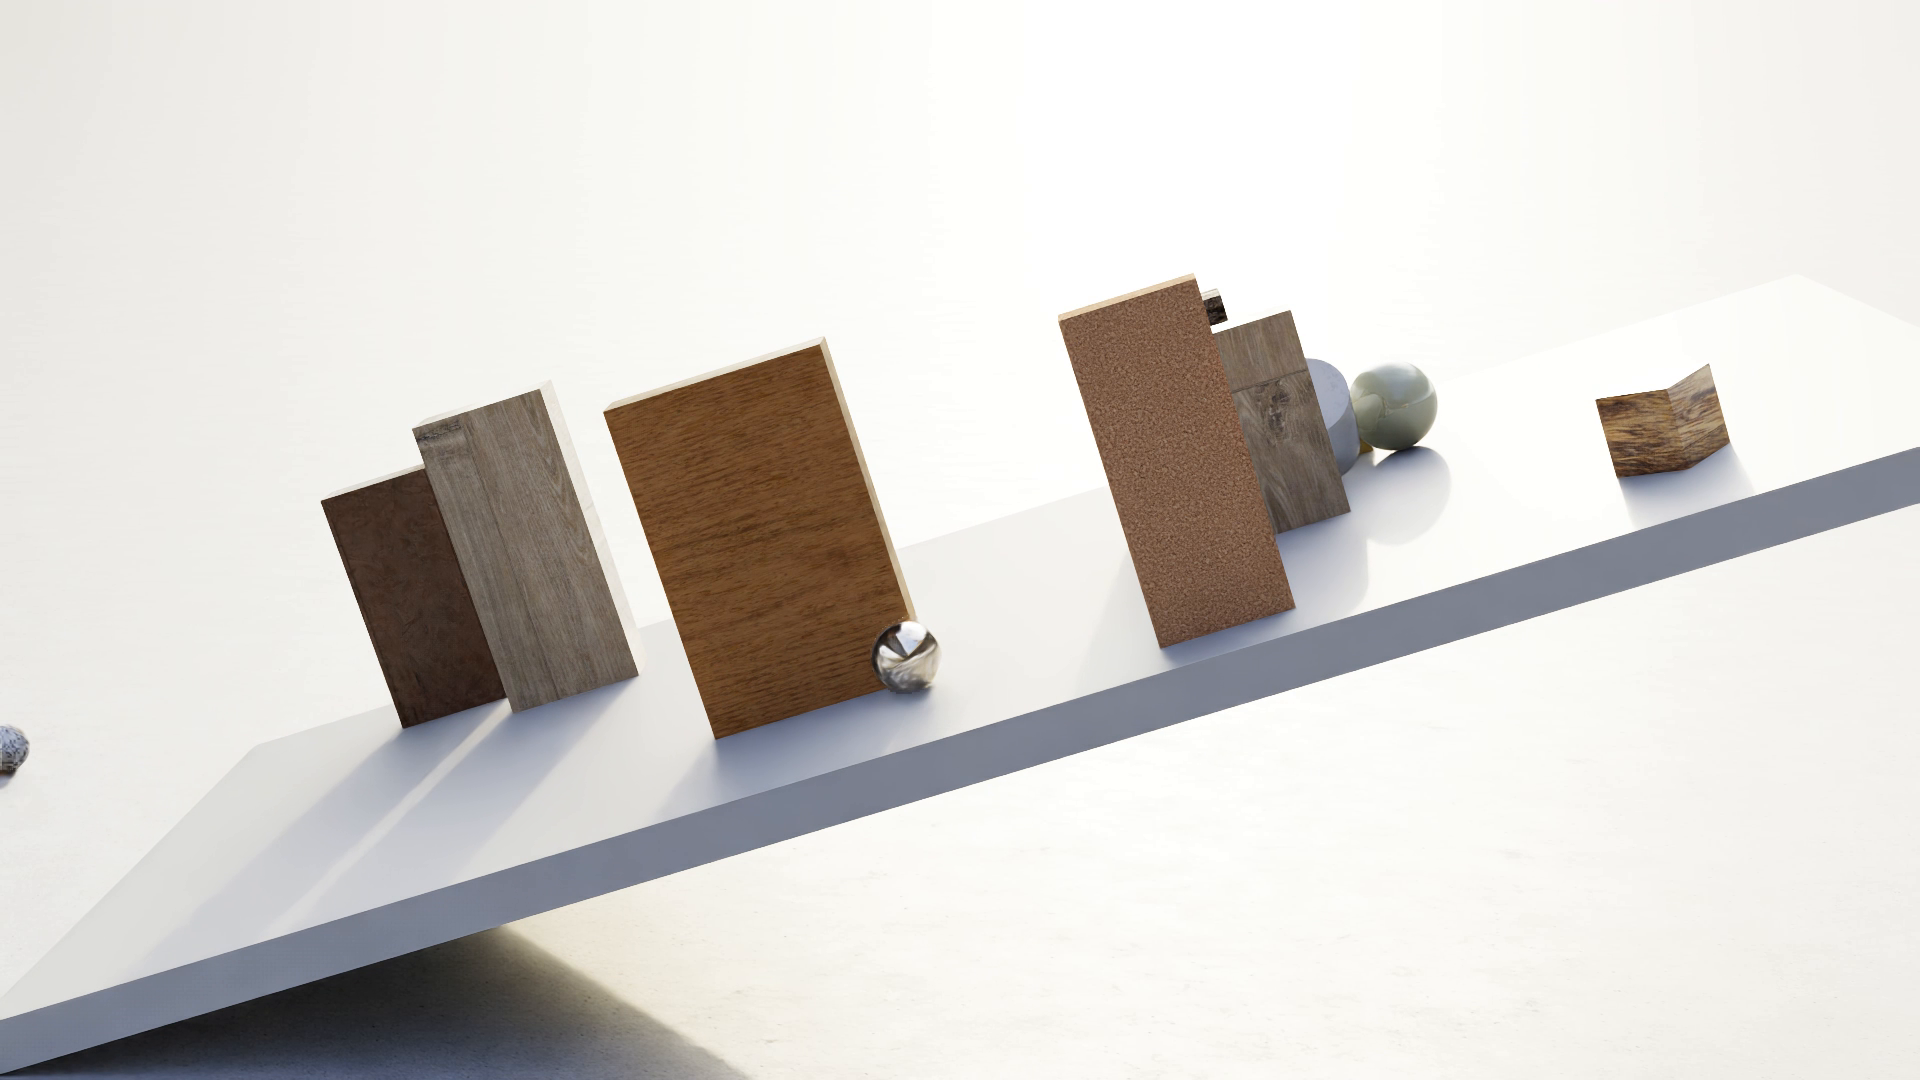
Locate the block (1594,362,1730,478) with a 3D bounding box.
[{"bbox_3d":[1.345,-0.229,5.629,0.161,0.161,0.161,-7,15,46],"label":"block"}]

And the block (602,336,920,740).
[{"bbox_3d":[-0.380,-0.003,5.872,0.449,0.696,0.127,-17,10,5],"label":"block"}]

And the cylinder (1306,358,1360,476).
[{"bbox_3d":[0.759,-0.257,6.415,0.204,0.204,0.204,4,-28,17],"label":"cylinder"}]

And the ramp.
[{"bbox_3d":[0.099,0.183,6.312,4.000,0.100,2.000,-17,10,5],"label":"ramp"}]

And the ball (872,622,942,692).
[{"bbox_3d":[-0.103,0.228,5.753,0.138,0.138,0.138,0,11,0],"label":"ball"}]

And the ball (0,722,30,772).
[{"bbox_3d":[-2.458,0.534,7.562,0.127,0.127,0.127,0,11,0],"label":"ball"}]

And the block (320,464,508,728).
[{"bbox_3d":[-1.291,0.128,7.047,0.275,0.583,0.121,-17,10,5],"label":"block"}]

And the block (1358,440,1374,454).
[{"bbox_3d":[0.866,-0.260,6.700,0.128,0.128,0.128,-15,11,14],"label":"block"}]

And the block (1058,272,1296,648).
[{"bbox_3d":[0.402,-0.146,5.448,0.263,0.641,0.099,-17,10,5],"label":"block"}]

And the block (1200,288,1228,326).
[{"bbox_3d":[0.476,-0.273,6.467,0.337,0.471,0.141,-17,10,5],"label":"block"}]

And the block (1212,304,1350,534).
[{"bbox_3d":[0.580,-0.225,6.122,0.346,0.442,0.108,-17,10,5],"label":"block"}]

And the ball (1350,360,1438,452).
[{"bbox_3d":[0.960,-0.299,6.533,0.203,0.203,0.203,0,11,0],"label":"ball"}]

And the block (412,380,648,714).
[{"bbox_3d":[-0.990,0.015,6.804,0.310,0.700,0.149,-17,10,5],"label":"block"}]
